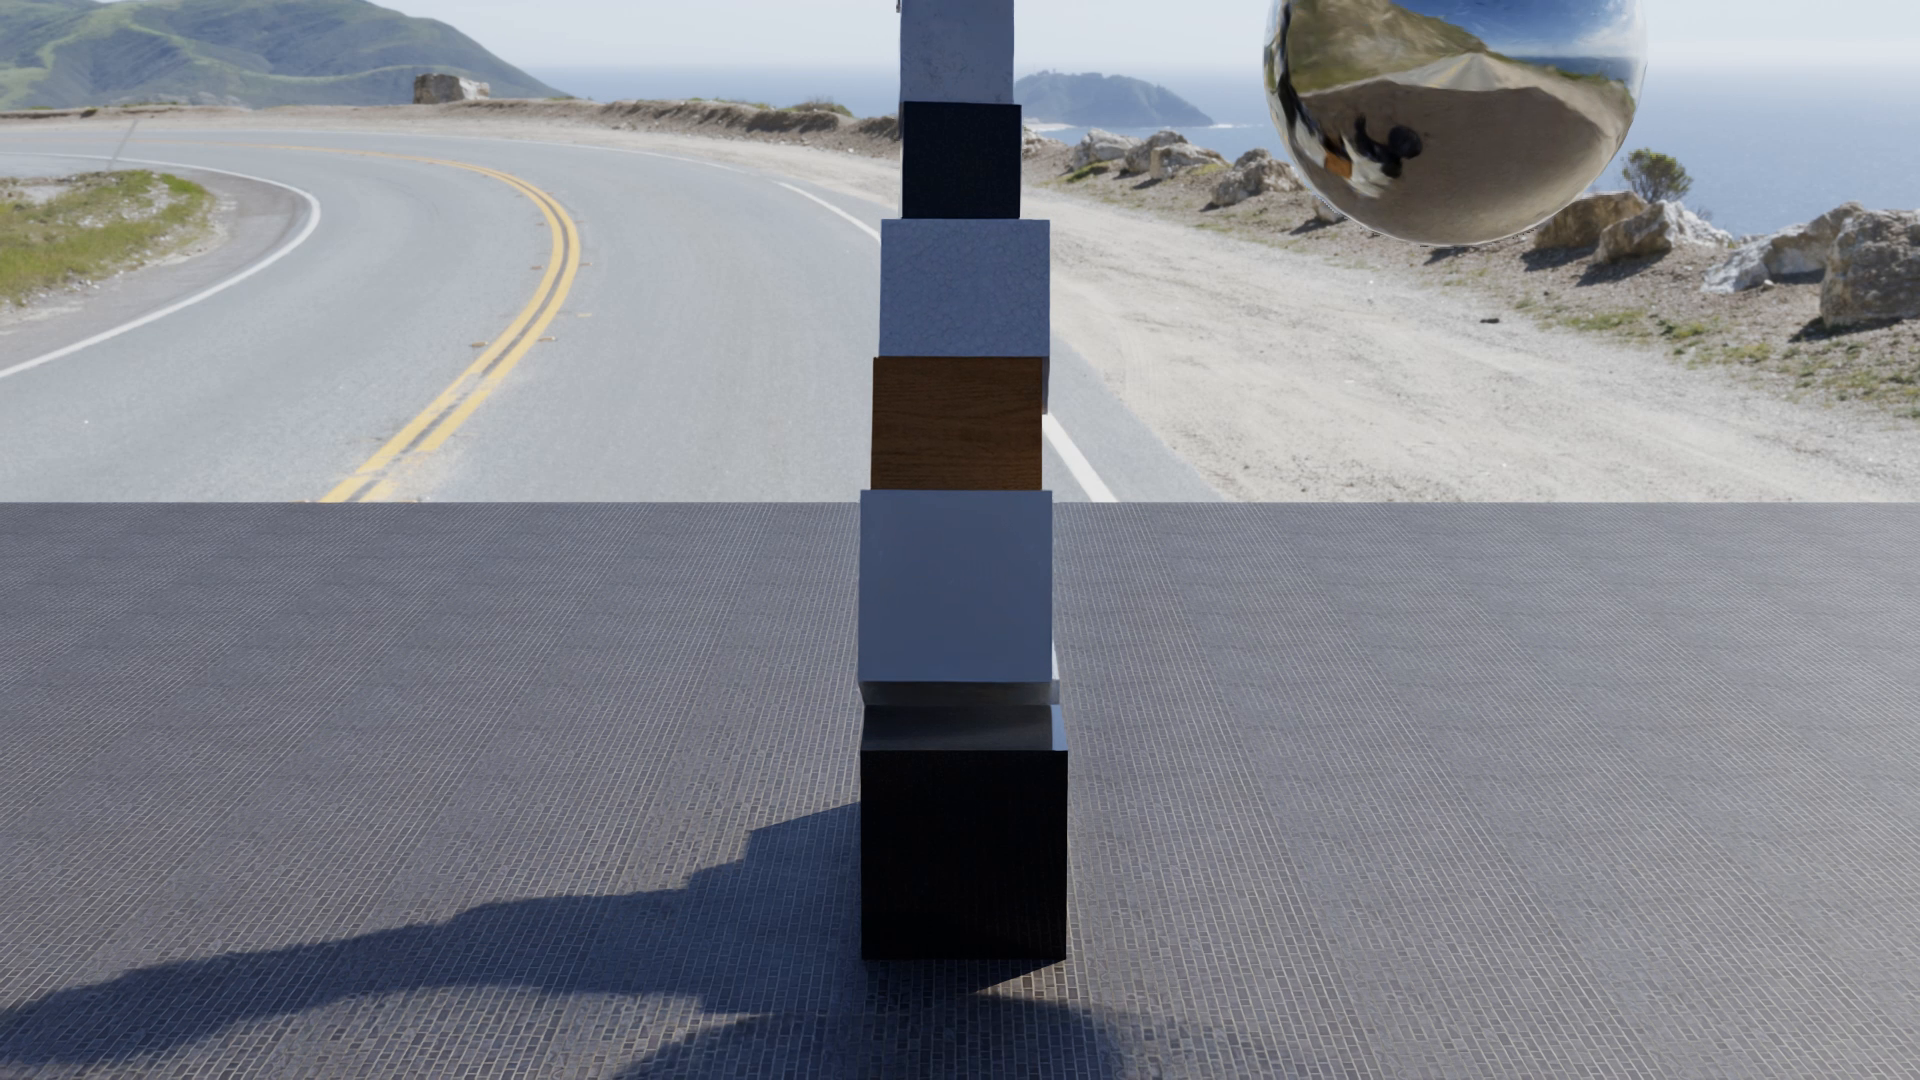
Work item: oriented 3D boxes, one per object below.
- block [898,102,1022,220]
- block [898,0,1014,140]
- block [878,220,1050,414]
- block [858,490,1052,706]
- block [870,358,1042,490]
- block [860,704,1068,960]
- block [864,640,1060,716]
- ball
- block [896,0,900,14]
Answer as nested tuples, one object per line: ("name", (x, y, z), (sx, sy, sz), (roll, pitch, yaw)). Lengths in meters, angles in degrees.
("block", (-0.007, -1.644, 11.911), (0.535, 0.593, 0.576), (1, -12, -3))
("block", (-0.024, -2.247, 12.007), (0.519, 0.615, 0.517), (1, -10, -2))
("block", (0.029, -1.015, 11.784), (0.756, 0.648, 0.810), (0, -15, 1))
("block", (-0.012, 0.273, 11.074), (0.808, 0.822, 0.712), (0, -14, 1))
("block", (-0.008, -0.377, 11.592), (0.745, 0.685, 0.737), (0, -15, 1))
("block", (0.015, 1.192, 10.590), (0.822, 0.866, 0.746), (0, 10, 0))
("block", (0.007, 0.950, 12.121), (0.889, 0.794, 0.819), (0, 10, 0))
("ball", (2.074, -2.041, 10.809), (1.600, 1.600, 1.600), (0, 10, 0))
("block", (-0.011, -2.862, 12.093), (0.545, 0.610, 0.567), (1, -8, -4))
